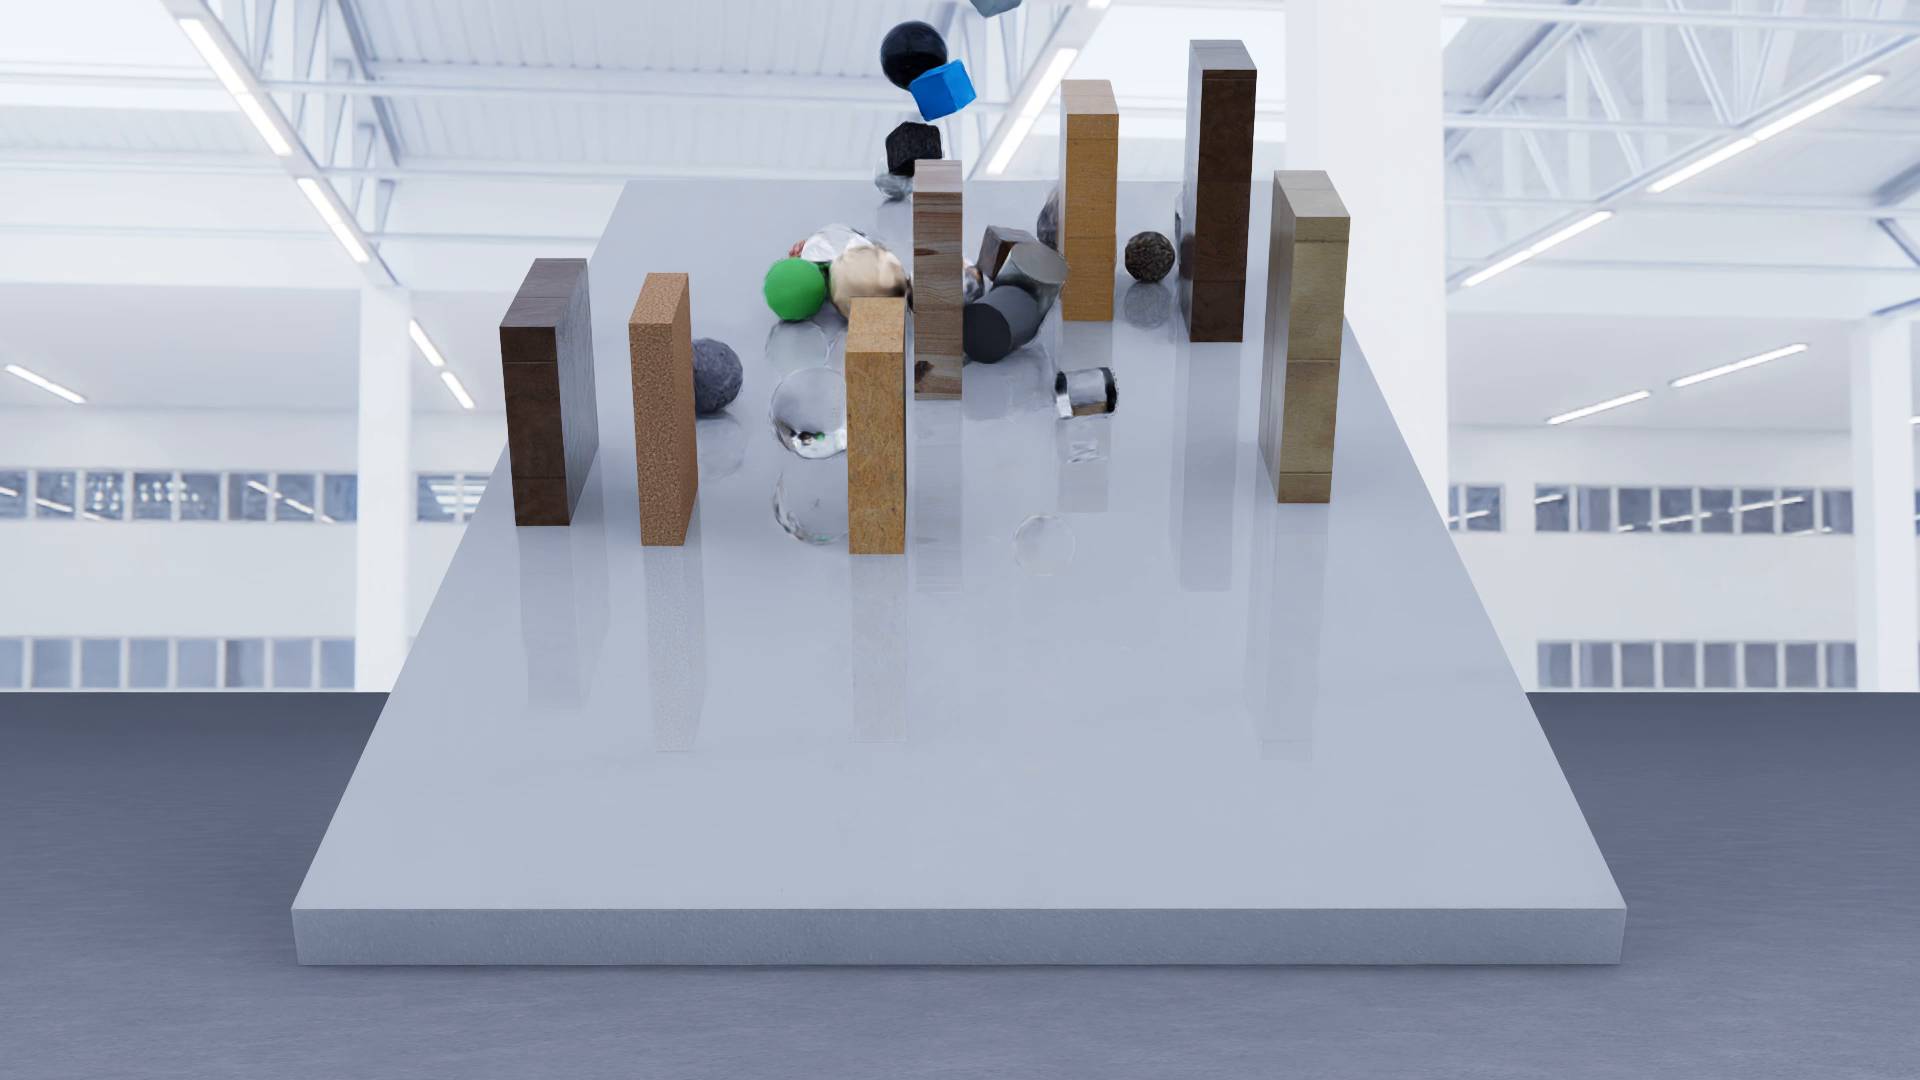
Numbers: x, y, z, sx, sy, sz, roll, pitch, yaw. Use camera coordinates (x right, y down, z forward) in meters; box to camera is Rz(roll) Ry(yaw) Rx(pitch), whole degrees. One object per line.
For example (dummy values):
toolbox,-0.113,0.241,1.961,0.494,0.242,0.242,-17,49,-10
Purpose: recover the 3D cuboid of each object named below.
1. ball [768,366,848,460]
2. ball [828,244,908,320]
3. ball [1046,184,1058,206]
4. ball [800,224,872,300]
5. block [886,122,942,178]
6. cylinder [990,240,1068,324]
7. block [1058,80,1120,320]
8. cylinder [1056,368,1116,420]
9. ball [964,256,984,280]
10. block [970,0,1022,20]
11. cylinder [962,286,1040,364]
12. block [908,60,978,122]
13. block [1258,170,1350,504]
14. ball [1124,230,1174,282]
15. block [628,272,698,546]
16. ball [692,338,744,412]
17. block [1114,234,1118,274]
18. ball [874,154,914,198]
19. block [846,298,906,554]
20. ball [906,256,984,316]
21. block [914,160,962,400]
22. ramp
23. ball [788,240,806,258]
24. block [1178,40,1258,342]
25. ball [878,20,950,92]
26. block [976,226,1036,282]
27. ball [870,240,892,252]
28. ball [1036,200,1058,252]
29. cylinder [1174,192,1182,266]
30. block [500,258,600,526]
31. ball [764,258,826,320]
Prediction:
ball,-0.313,-0.275,5.066,0.203,0.203,0.203,0,-4,0
ball,-0.234,-0.644,5.880,0.202,0.202,0.202,0,-4,0
ball,0.325,-0.934,6.564,0.169,0.169,0.169,0,-4,0
ball,-0.316,-0.721,6.055,0.198,0.198,0.198,0,-4,0
block,-0.124,-1.049,6.276,0.107,0.107,0.107,4,-18,-33
cylinder,0.168,-0.634,5.794,0.155,0.155,0.155,2,-42,-28
block,0.325,-0.876,5.994,0.128,0.535,0.364,0,24,0
cylinder,0.286,-0.334,5.314,0.108,0.108,0.108,-8,-1,-16
ball,-0.006,-0.664,6.005,0.137,0.137,0.137,0,-4,0
block,0.110,-1.642,6.781,0.154,0.154,0.154,-30,-12,-40
cylinder,0.093,-0.526,5.680,0.154,0.154,0.154,-2,20,32
block,-0.048,-1.257,6.523,0.117,0.117,0.117,-11,22,36
block,0.719,-0.430,4.909,0.109,0.619,0.345,0,24,0
ball,0.504,-0.754,6.208,0.136,0.136,0.136,0,-4,0
block,-0.597,-0.267,4.723,0.083,0.470,0.316,0,24,0
ball,-0.580,-0.378,5.333,0.168,0.168,0.168,0,-4,0
block,0.356,-0.788,6.305,0.109,0.109,0.109,-5,25,-11
ball,-0.186,-1.087,6.929,0.144,0.144,0.144,0,-4,0
block,-0.166,-0.234,4.705,0.109,0.426,0.329,0,24,0
ball,-0.037,-0.620,5.834,0.197,0.197,0.197,0,-4,0
block,-0.051,-0.608,5.443,0.111,0.498,0.272,0,24,0
ramp,-0.008,-0.229,5.332,2.000,0.100,4.000,0,24,0
ball,-0.398,-0.739,6.190,0.119,0.119,0.119,0,-4,0
block,0.637,-0.869,5.802,0.130,0.682,0.330,0,24,0
ball,-0.133,-1.400,6.746,0.203,0.203,0.203,0,-4,0
block,0.128,-0.748,6.140,0.115,0.115,0.115,5,25,-23
ball,-0.234,-0.742,6.202,0.115,0.115,0.115,0,-4,0
ball,0.287,-0.858,6.406,0.156,0.156,0.156,0,-4,0
cylinder,0.667,-0.830,6.258,0.179,0.179,0.179,0,-44,7
block,-0.853,-0.316,4.879,0.110,0.430,0.446,0,24,0
ball,-0.419,-0.636,5.914,0.159,0.159,0.159,0,-4,0
